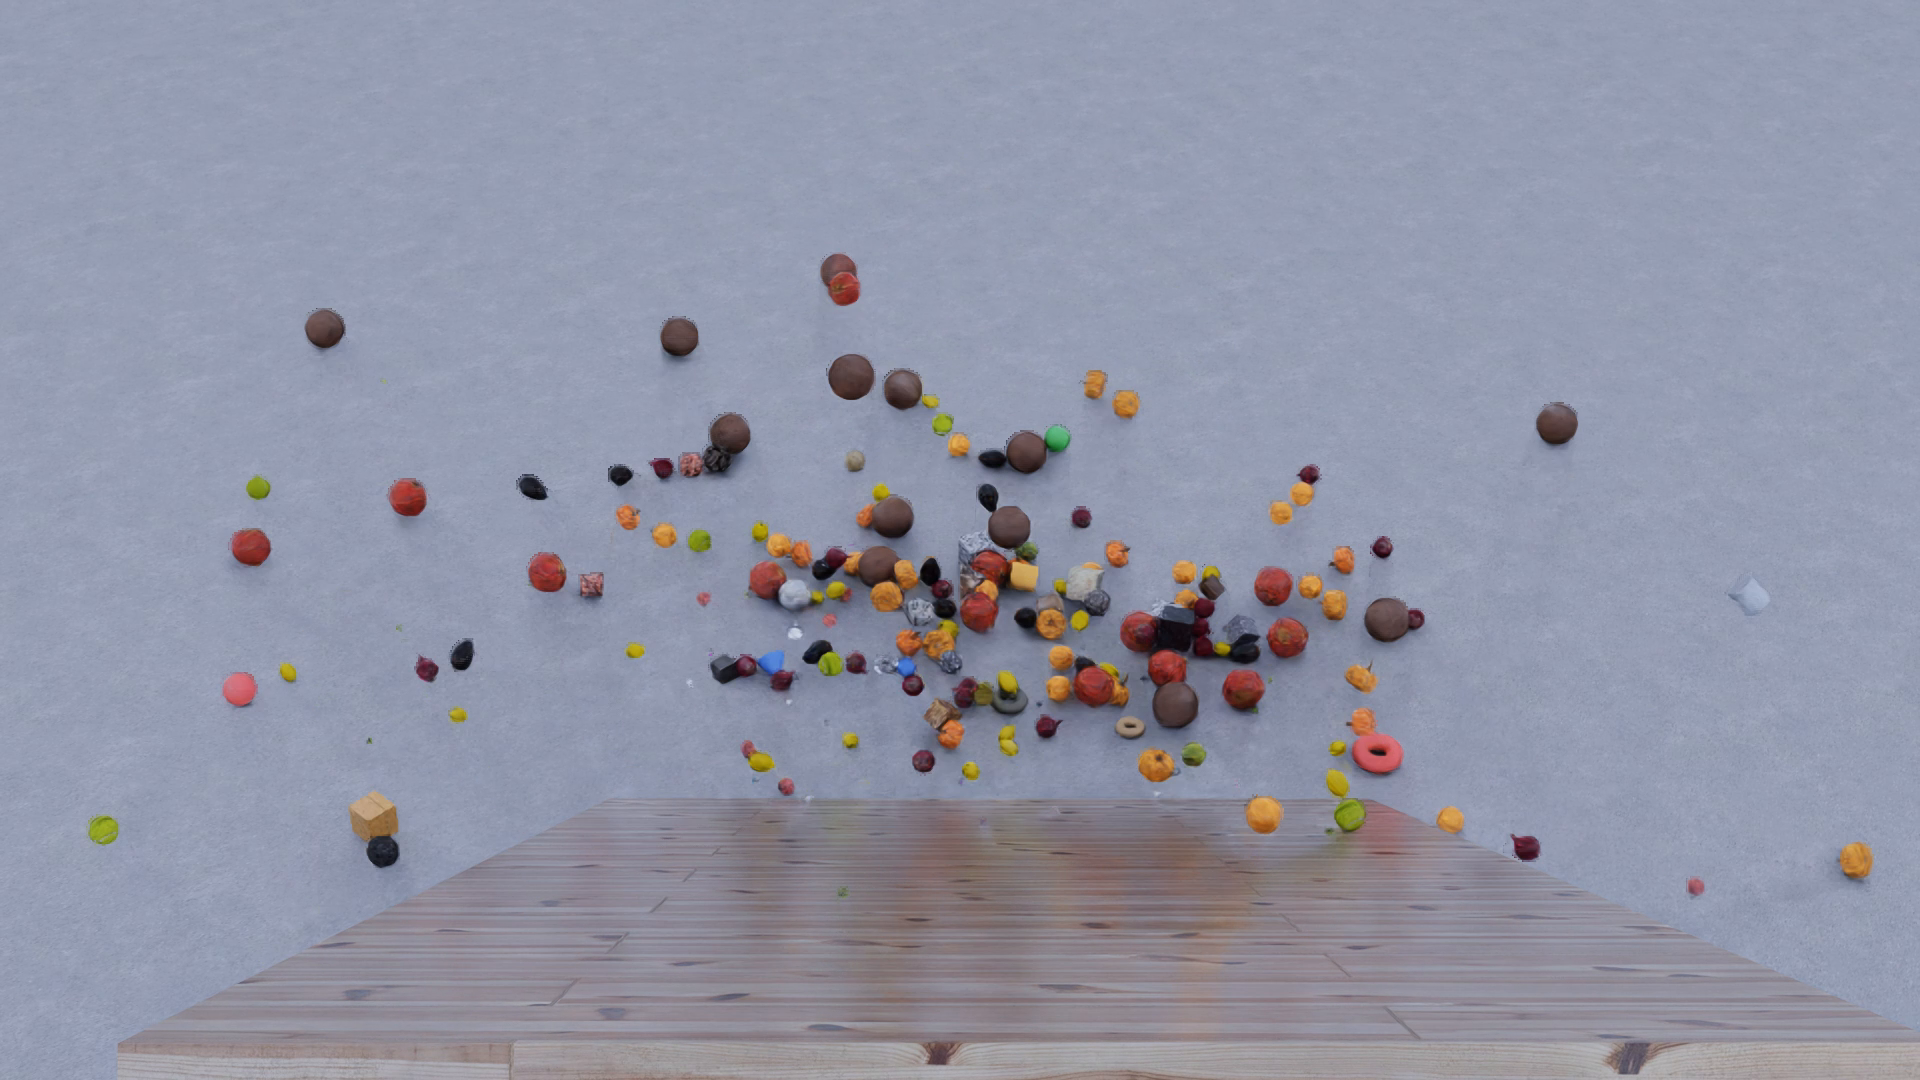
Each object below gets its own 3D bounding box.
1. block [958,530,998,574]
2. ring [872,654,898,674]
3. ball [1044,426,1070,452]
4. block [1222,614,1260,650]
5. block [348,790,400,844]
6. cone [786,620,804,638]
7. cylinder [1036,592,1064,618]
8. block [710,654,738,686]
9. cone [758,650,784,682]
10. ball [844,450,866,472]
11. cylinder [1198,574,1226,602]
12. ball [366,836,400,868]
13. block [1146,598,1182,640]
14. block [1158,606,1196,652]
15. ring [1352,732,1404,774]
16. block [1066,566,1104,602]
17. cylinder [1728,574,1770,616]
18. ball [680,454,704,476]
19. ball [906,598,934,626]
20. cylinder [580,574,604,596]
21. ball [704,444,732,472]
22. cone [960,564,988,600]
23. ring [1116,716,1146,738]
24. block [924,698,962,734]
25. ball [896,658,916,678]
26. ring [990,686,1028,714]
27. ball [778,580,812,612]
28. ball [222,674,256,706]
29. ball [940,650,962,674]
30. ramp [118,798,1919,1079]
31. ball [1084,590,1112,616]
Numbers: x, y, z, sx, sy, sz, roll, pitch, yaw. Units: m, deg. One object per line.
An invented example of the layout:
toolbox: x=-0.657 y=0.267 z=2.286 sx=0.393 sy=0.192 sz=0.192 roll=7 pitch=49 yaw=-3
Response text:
block: x=0.053 y=0.042 z=7.809 sx=0.090 sy=0.090 sz=0.090 roll=-15 pitch=38 yaw=-20
ring: x=-0.211 y=0.356 z=7.419 sx=0.078 sy=0.026 sz=0.078 roll=-1 pitch=34 yaw=1
ball: x=0.311 y=-0.324 z=8.335 sx=0.082 sy=0.082 sz=0.082 roll=0 pitch=35 yaw=0
block: x=0.809 y=0.265 z=7.474 sx=0.066 sy=0.066 sz=0.066 roll=15 pitch=43 yaw=-41
block: x=-1.541 y=0.732 z=6.832 sx=0.087 sy=0.087 sz=0.087 roll=29 pitch=44 yaw=35
cone: x=-0.477 y=0.248 z=7.485 sx=0.052 sy=0.052 sz=0.052 roll=-2 pitch=43 yaw=-3
cylinder: x=0.264 y=0.190 z=7.604 sx=0.060 sy=0.060 sz=0.060 roll=-25 pitch=28 yaw=24
block: x=-0.668 y=0.367 z=7.364 sx=0.054 sy=0.054 sz=0.054 roll=-27 pitch=38 yaw=-27
cone: x=-0.524 y=0.372 z=7.386 sx=0.083 sy=0.083 sz=0.083 roll=-14 pitch=64 yaw=-19
ball: x=-0.335 y=-0.251 z=8.244 sx=0.068 sy=0.068 sz=0.068 roll=0 pitch=35 yaw=0
cylinder: x=0.741 y=0.140 z=7.650 sx=0.060 sy=0.060 sz=0.060 roll=49 pitch=46 yaw=-2
ball: x=-1.495 y=0.807 z=6.730 sx=0.082 sy=0.082 sz=0.082 roll=0 pitch=35 yaw=0
block: x=0.593 y=0.235 z=7.541 sx=0.083 sy=0.083 sz=0.083 roll=14 pitch=38 yaw=19
block: x=0.619 y=0.254 z=7.431 sx=0.091 sy=0.091 sz=0.091 roll=9 pitch=26 yaw=5
ring: x=1.139 y=0.581 z=7.081 sx=0.140 sy=0.047 sz=0.140 roll=0 pitch=38 yaw=0
block: x=0.368 y=0.131 z=7.660 sx=0.086 sy=0.086 sz=0.086 roll=10 pitch=8 yaw=14
cylinder: x=2.288 y=0.160 z=7.528 sx=0.085 sy=0.085 sz=0.085 roll=46 pitch=42 yaw=-6
ball: x=-0.850 y=-0.238 z=8.219 sx=0.075 sy=0.075 sz=0.075 roll=0 pitch=35 yaw=0
ball: x=-0.114 y=0.208 z=7.507 sx=0.084 sy=0.084 sz=0.084 roll=0 pitch=35 yaw=0
cylinder: x=-1.092 y=0.135 z=7.694 sx=0.062 sy=0.062 sz=0.062 roll=-5 pitch=35 yaw=-15
ball: x=-0.770 y=-0.259 z=8.236 sx=0.089 sy=0.089 sz=0.089 roll=0 pitch=35 yaw=0
cone: x=0.021 y=0.133 z=7.513 sx=0.092 sy=0.092 sz=0.092 roll=25 pitch=6 yaw=-3
ring: x=0.472 y=0.518 z=7.186 sx=0.084 sy=0.028 sz=0.084 roll=1 pitch=32 yaw=-1
block: x=-0.046 y=0.484 z=7.149 sx=0.064 sy=0.064 sz=0.064 roll=17 pitch=20 yaw=-51
ball: x=-0.153 y=0.363 z=7.385 sx=0.053 sy=0.053 sz=0.053 roll=0 pitch=35 yaw=0
ring: x=0.138 y=0.450 z=7.278 sx=0.106 sy=0.035 sz=0.106 roll=1 pitch=35 yaw=-1
ball: x=-0.485 y=0.164 z=7.630 sx=0.097 sy=0.097 sz=0.097 roll=0 pitch=35 yaw=0
ball: x=-2.019 y=0.419 z=7.274 sx=0.090 sy=0.090 sz=0.090 roll=0 pitch=35 yaw=0
ball: x=-0.026 y=0.347 z=7.393 sx=0.068 sy=0.068 sz=0.068 roll=0 pitch=35 yaw=0
ramp: x=0.078 y=0.666 z=4.841 sx=2.000 sy=0.100 sz=4.000 roll=0 pitch=-2 yaw=0
ball: x=0.401 y=0.184 z=7.574 sx=0.079 sy=0.079 sz=0.079 roll=0 pitch=35 yaw=0
